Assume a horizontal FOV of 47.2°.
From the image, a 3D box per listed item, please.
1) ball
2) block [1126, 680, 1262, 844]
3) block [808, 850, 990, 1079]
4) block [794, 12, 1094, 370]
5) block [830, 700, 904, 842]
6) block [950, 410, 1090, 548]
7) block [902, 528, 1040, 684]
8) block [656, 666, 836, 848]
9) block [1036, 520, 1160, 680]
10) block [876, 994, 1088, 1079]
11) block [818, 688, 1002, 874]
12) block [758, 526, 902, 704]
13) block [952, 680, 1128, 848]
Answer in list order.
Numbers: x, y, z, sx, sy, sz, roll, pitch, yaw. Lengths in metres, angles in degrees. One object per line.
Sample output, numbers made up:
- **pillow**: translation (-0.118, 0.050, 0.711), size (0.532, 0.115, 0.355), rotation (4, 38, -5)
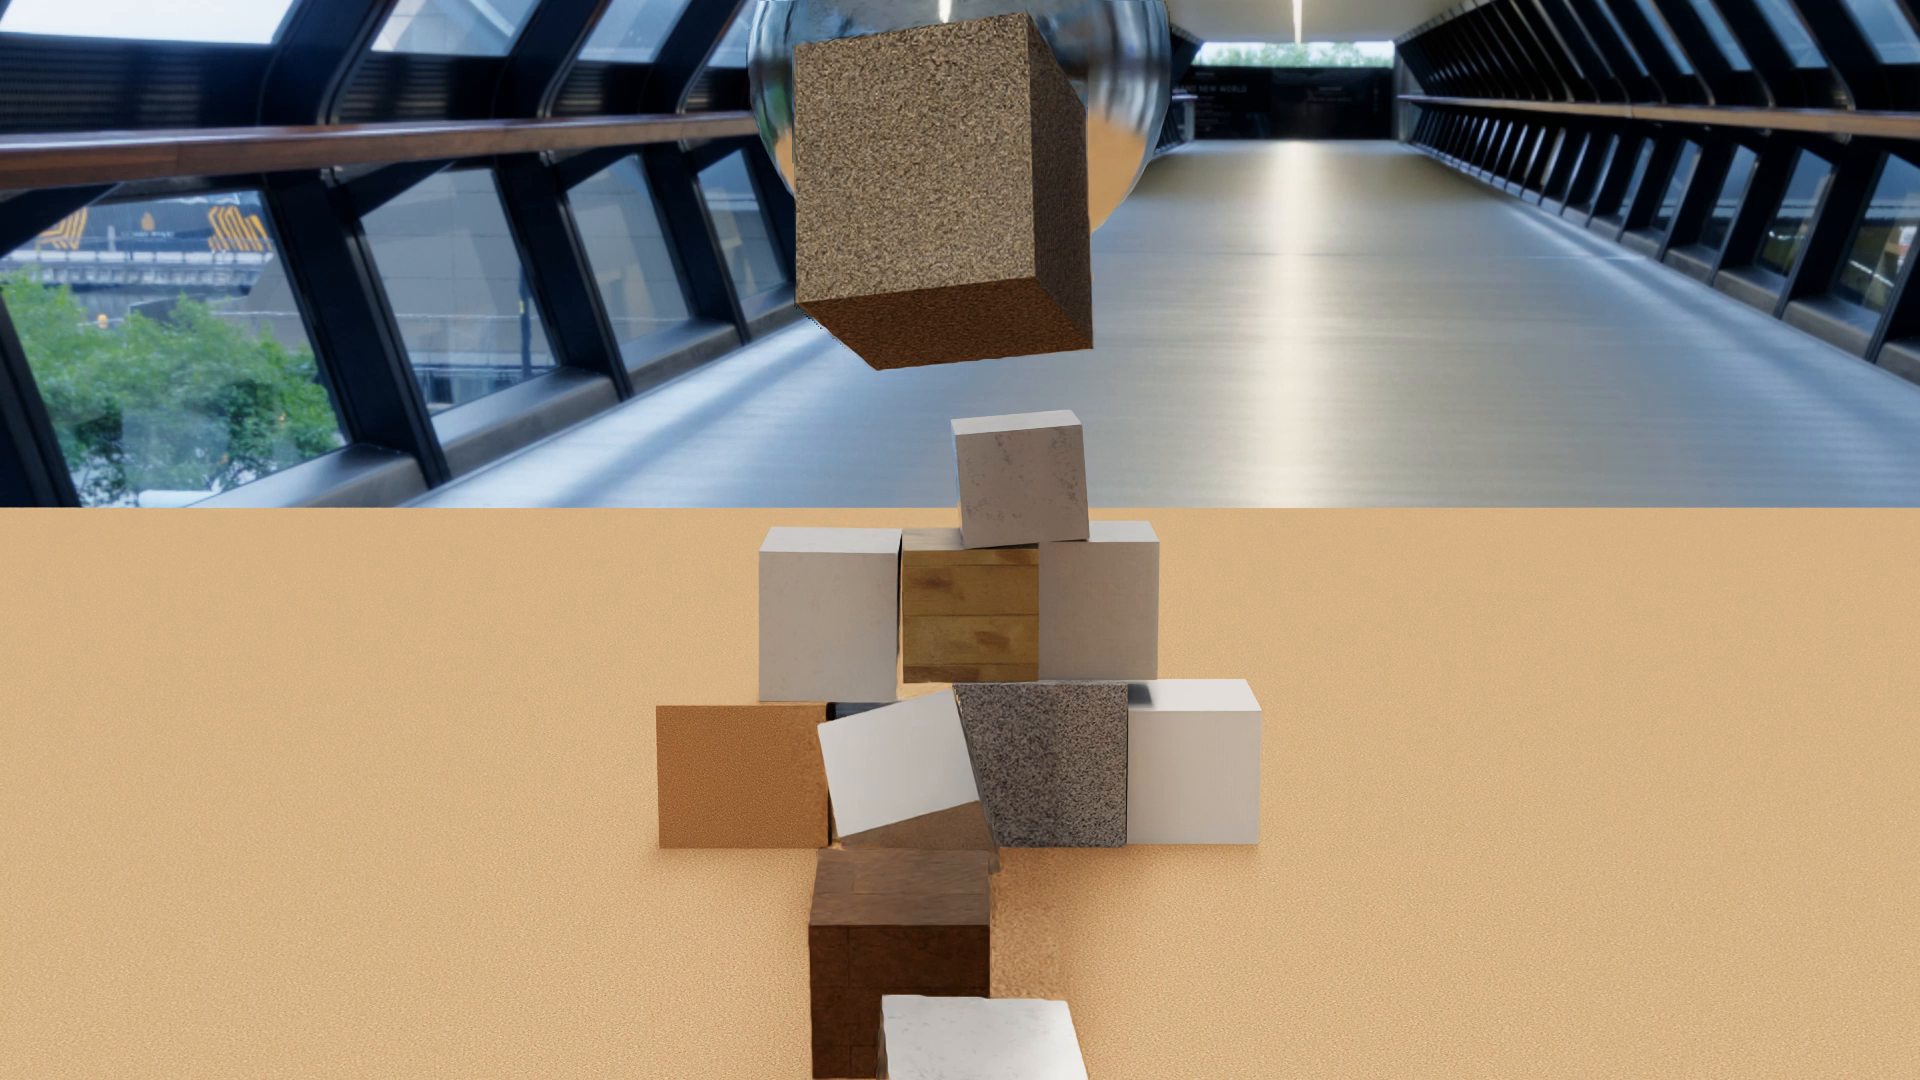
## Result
- **ball**: translation (0.000, -1.782, 8.303), size (1.600, 1.600, 1.600), rotation (0, 10, 0)
- **block**: translation (1.176, 1.136, 11.374), size (0.668, 0.695, 0.653), rotation (0, 10, 0)
- **block**: translation (-0.223, 1.632, 8.498), size (0.667, 0.660, 0.597), rotation (0, 20, 0)
- **block**: translation (-0.038, -1.049, 6.798), size (0.724, 0.811, 0.759), rotation (-5, -12, 15)
- **block**: translation (-0.351, 1.187, 11.395), size (0.605, 0.588, 0.613), rotation (0, 10, 0)
- **block**: translation (0.297, -0.315, 11.108), size (0.624, 0.568, 0.613), rotation (-5, 10, -2)
- **block**: translation (0.044, 0.323, 11.208), size (0.674, 0.672, 0.638), rotation (0, 10, -2)
- **block**: translation (-1.087, 1.110, 11.392), size (0.847, 0.740, 0.847), rotation (0, 10, 0)
- **block**: translation (0.688, 0.300, 11.247), size (0.599, 0.703, 0.608), rotation (0, 10, 0)
- **block**: translation (0.048, 1.911, 6.828), size (0.601, 0.711, 0.738), rotation (3, 14, -5)
- **block**: translation (-0.231, 1.193, 10.161), size (0.646, 0.622, 0.632), rotation (-15, 50, 1)
- **block**: translation (-0.653, 0.373, 11.251), size (0.687, 0.762, 0.695), rotation (1, 10, 0)
- **block**: translation (0.396, 1.059, 11.391), size (0.871, 0.841, 0.823), rotation (0, 10, 0)
